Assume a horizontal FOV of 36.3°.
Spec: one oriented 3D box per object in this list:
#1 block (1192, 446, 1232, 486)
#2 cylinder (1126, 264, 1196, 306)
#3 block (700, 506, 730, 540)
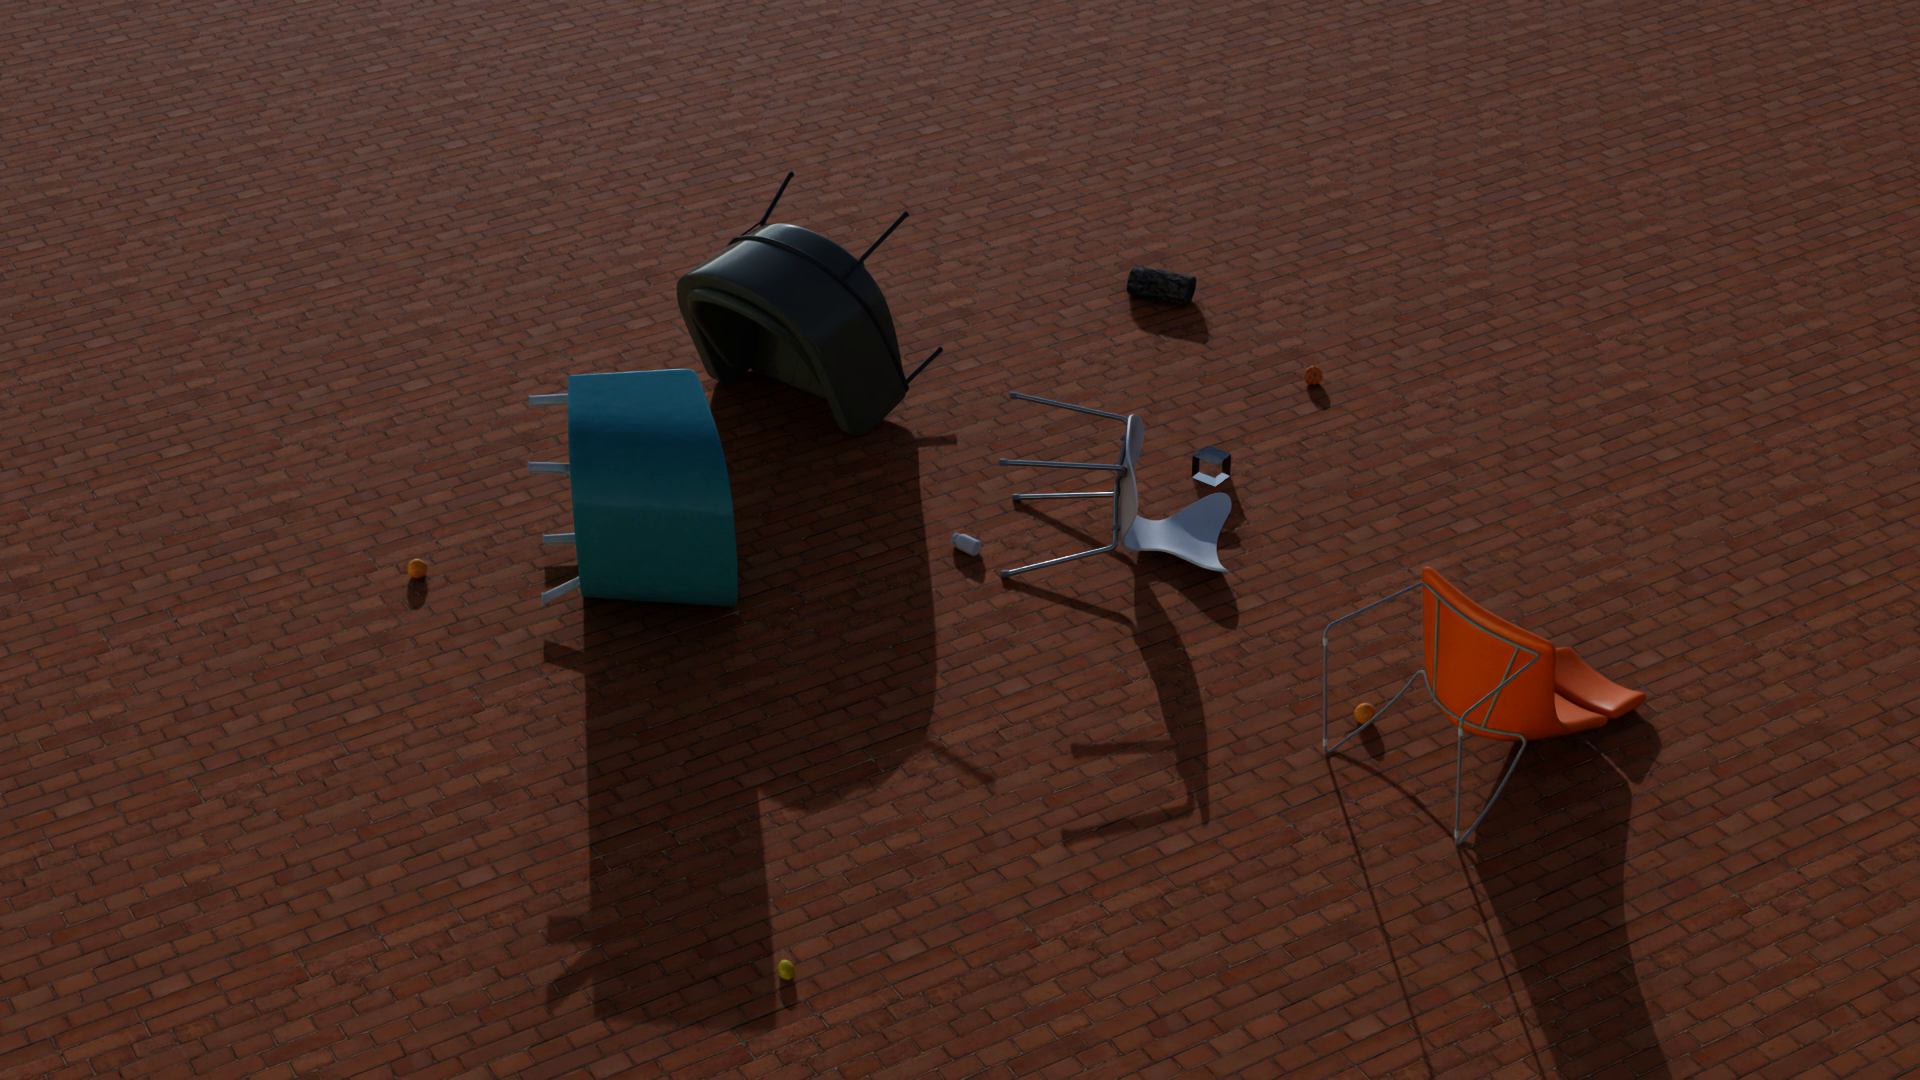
[{"bbox_3d":[0.968,-0.285,11.289,0.110,0.097,0.101,23,40,31],"label":"block"},{"bbox_3d":[0.858,-1.086,12.491,0.261,0.111,0.144,14,47,20],"label":"cylinder"},{"bbox_3d":[-0.917,-0.066,10.967,0.080,0.085,0.076,-23,40,-31],"label":"block"}]
